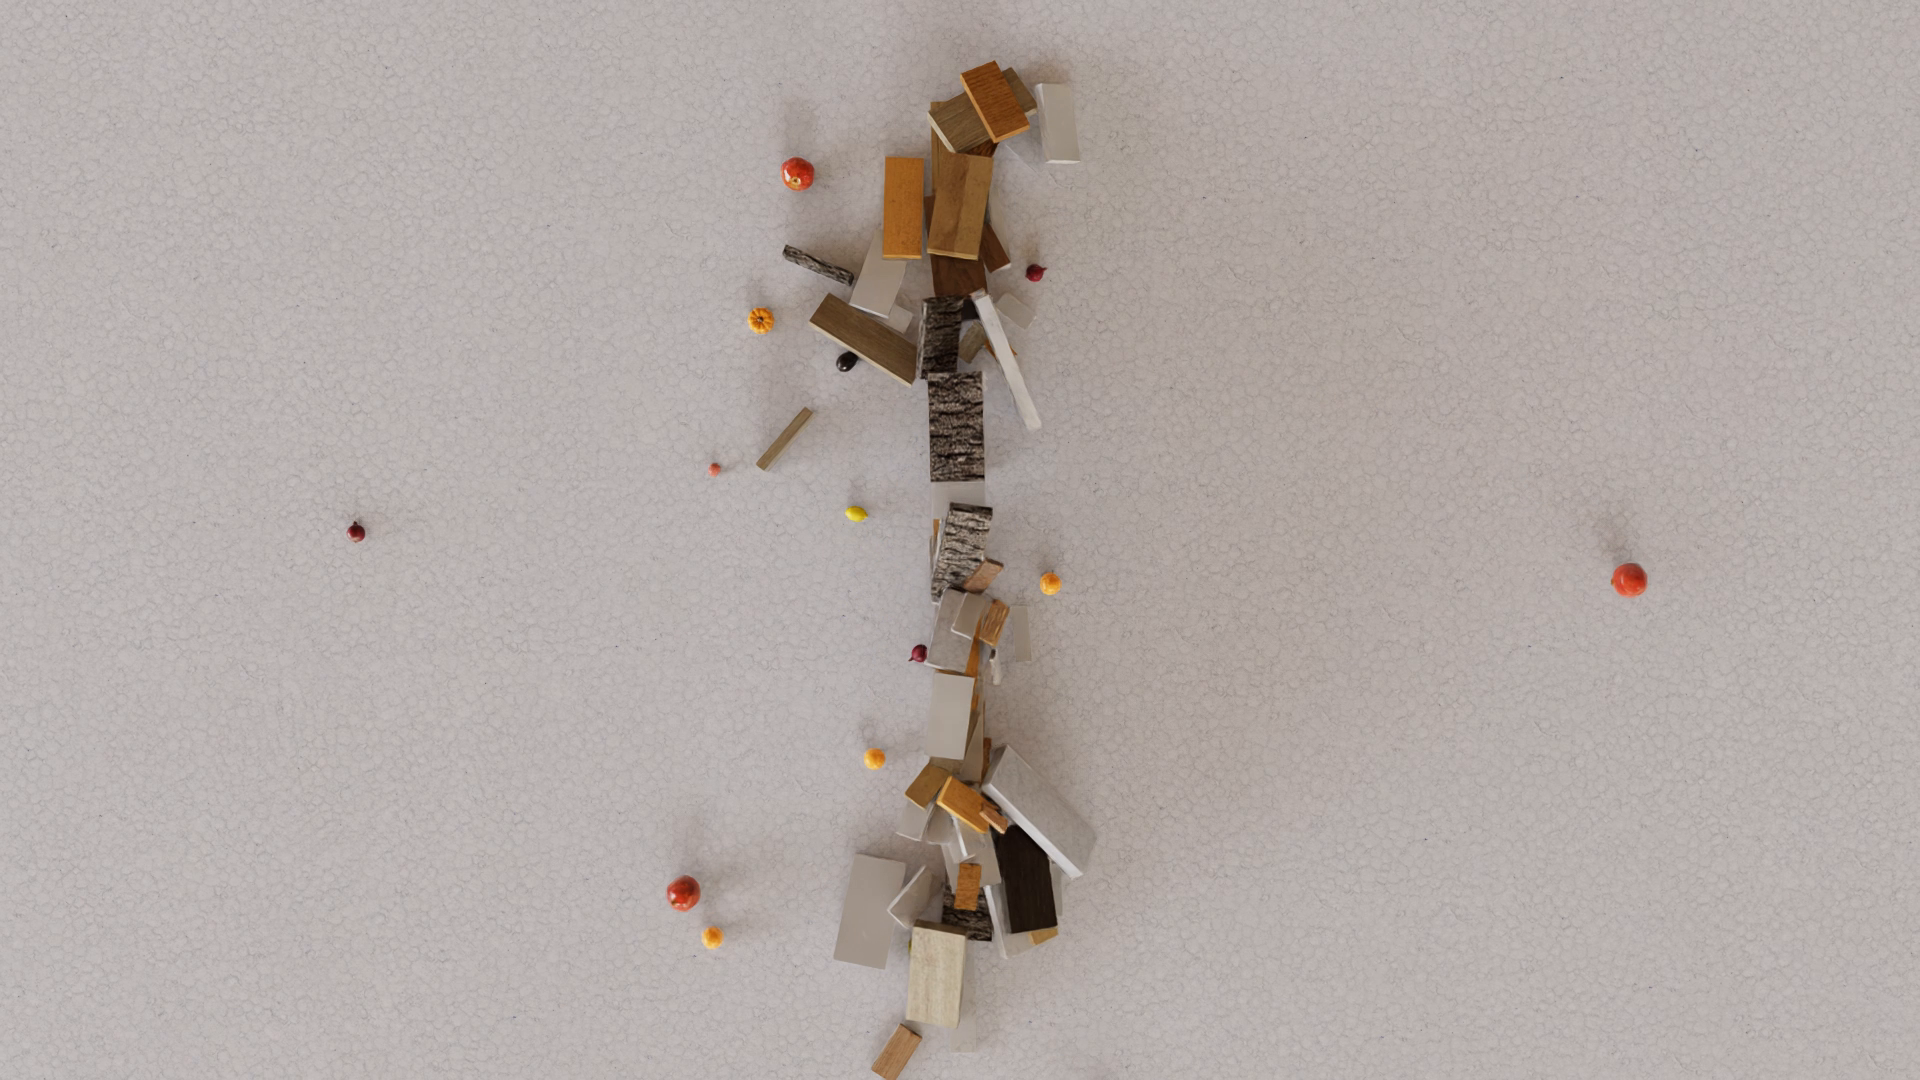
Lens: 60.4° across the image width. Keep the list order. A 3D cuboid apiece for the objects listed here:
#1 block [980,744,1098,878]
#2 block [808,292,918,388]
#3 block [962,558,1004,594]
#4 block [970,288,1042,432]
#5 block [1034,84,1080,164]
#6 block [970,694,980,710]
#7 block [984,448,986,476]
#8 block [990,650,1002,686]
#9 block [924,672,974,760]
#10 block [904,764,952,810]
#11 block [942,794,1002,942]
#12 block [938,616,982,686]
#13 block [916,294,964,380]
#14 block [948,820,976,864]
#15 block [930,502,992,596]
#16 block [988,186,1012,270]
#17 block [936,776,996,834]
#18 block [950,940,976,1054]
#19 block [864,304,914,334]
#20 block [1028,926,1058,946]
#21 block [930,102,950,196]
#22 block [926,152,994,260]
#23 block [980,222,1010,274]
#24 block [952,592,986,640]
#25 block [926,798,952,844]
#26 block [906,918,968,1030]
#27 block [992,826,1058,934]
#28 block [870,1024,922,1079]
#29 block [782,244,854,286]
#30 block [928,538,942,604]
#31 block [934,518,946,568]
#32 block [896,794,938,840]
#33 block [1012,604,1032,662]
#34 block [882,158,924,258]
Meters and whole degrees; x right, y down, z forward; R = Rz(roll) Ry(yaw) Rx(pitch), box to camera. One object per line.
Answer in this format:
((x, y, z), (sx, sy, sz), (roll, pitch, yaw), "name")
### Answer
((0.260, 0.882, 5.353), (0.049, 0.174, 0.459), (-28, 113, 40), "block")
((-0.300, -0.662, 5.465), (0.397, 0.035, 0.124), (32, 73, 0), "block")
((0.073, 0.115, 5.237), (0.067, 0.019, 0.135), (20, 127, -28), "block")
((0.149, -0.584, 5.353), (0.047, 0.165, 0.463), (-23, 107, 1), "block")
((0.323, -1.374, 5.448), (0.126, 0.036, 0.253), (-7, 90, -37), "block")
((-0.010, 0.586, 5.284), (0.103, 0.029, 0.207), (13, 79, 1), "block")
((-0.003, -0.253, 4.969), (0.157, 0.314, 0.044), (0, 106, 0), "block")
((0.114, 0.412, 5.344), (0.015, 0.053, 0.105), (-3, 121, 14), "block")
((-0.034, 0.555, 5.204), (0.126, 0.036, 0.261), (8, 89, 1), "block")
((-0.098, 0.769, 5.236), (0.079, 0.022, 0.158), (37, 72, 9), "block")
((0.042, 1.052, 5.443), (0.167, 0.047, 0.520), (5, 85, 1), "block")
((-0.001, 0.336, 5.280), (0.126, 0.036, 0.253), (4, 72, 0), "block")
((-0.068, -0.663, 5.387), (0.134, 0.038, 0.268), (-13, 125, -28), "block")
((-0.010, 0.950, 5.256), (0.071, 0.020, 0.145), (-21, 85, 0), "block")
((0.003, 0.040, 5.204), (0.134, 0.038, 0.383), (8, 134, -6), "block")
((0.127, -1.026, 5.438), (0.035, 0.124, 0.248), (-11, 90, 0), "block")
((0.022, 0.841, 5.226), (0.189, 0.027, 0.095), (37, 59, -17), "block")
((0.004, 1.331, 5.487), (0.089, 0.025, 0.744), (-1, 90, 0), "block")
((-0.236, -0.752, 5.490), (0.148, 0.021, 0.074), (27, 90, 0), "block")
((0.240, 1.191, 5.389), (0.095, 0.027, 0.244), (-19, 91, -27), "block")
((-0.032, -1.121, 5.483), (0.117, 0.033, 0.667), (-1, 90, 0), "block")
((0.003, -1.082, 5.338), (0.165, 0.047, 0.330), (9, 82, 3), "block")
((0.096, -0.949, 5.360), (0.074, 0.021, 0.148), (-28, 90, -2), "block")
((0.029, 0.240, 5.240), (0.067, 0.019, 0.135), (23, 72, -2), "block")
((-0.064, 0.893, 5.240), (0.071, 0.020, 0.141), (0, 72, 14), "block")
((-0.076, 1.424, 5.409), (0.174, 0.049, 0.348), (8, 108, 11), "block")
((0.208, 1.093, 5.344), (0.167, 0.047, 0.335), (-4, 80, -26), "block")
((-0.211, 1.708, 5.487), (0.089, 0.025, 0.177), (33, 90, 0), "block")
((-0.467, -0.905, 5.441), (0.234, 0.117, 0.033), (23, 90, 0), "block")
((-0.045, 0.101, 5.390), (0.107, 0.030, 0.213), (-2, 72, -2), "block")
((-0.021, 0.033, 5.306), (0.107, 0.030, 0.213), (4, 114, -5), "block")
((-0.137, 0.868, 5.245), (0.079, 0.022, 0.158), (16, 77, 20), "block")
((0.205, 0.311, 5.493), (0.053, 0.015, 0.186), (-5, 90, 0), "block")
((-0.188, -1.099, 5.457), (0.126, 0.036, 0.333), (1, 82, -3), "block")
